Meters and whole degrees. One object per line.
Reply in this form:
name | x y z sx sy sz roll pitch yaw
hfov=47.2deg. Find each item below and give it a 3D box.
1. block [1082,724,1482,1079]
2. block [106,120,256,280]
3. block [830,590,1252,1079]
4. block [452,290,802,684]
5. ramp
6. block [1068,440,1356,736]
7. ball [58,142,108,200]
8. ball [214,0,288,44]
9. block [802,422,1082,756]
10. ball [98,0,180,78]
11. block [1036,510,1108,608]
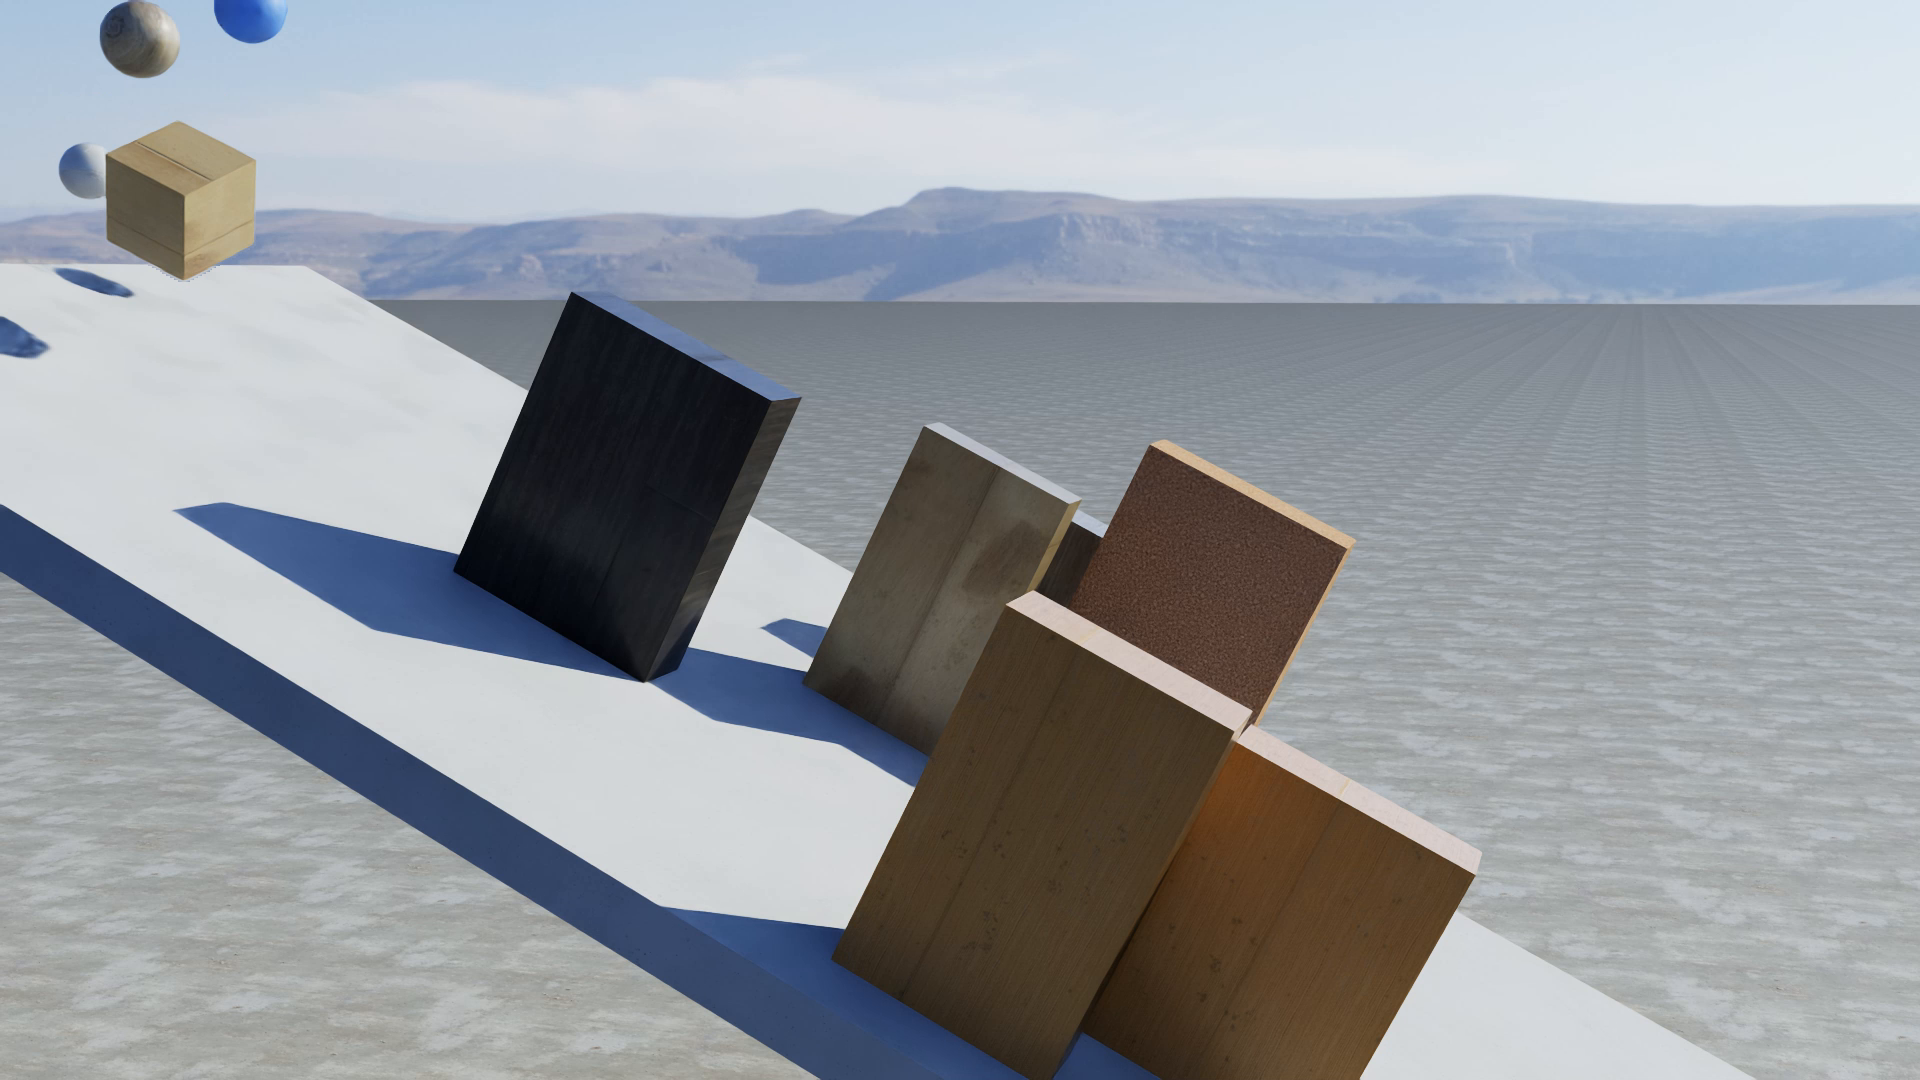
block | 0.492 0.620 3.384 0.398 0.529 0.136 29 14 12
block | -1.479 -0.646 4.177 0.189 0.189 0.189 27 39 14
block | 0.116 0.435 3.225 0.368 0.608 0.149 29 14 12
block | -0.607 -0.100 3.992 0.425 0.570 0.145 29 14 12
ramp | -0.245 0.413 4.160 4.000 0.100 2.000 29 14 12
block | 0.440 0.208 4.473 0.440 0.692 0.147 29 14 12
ball | -1.784 -0.756 4.503 0.115 0.115 0.115 0 7 0
ball | -1.430 -1.073 4.431 0.141 0.141 0.141 0 7 0
block | -0.038 0.101 4.265 0.319 0.571 0.102 29 14 12
ball | -1.795 -1.096 4.815 0.168 0.168 0.168 0 7 0
block | 0.126 0.126 4.745 0.267 0.440 0.137 29 14 12
